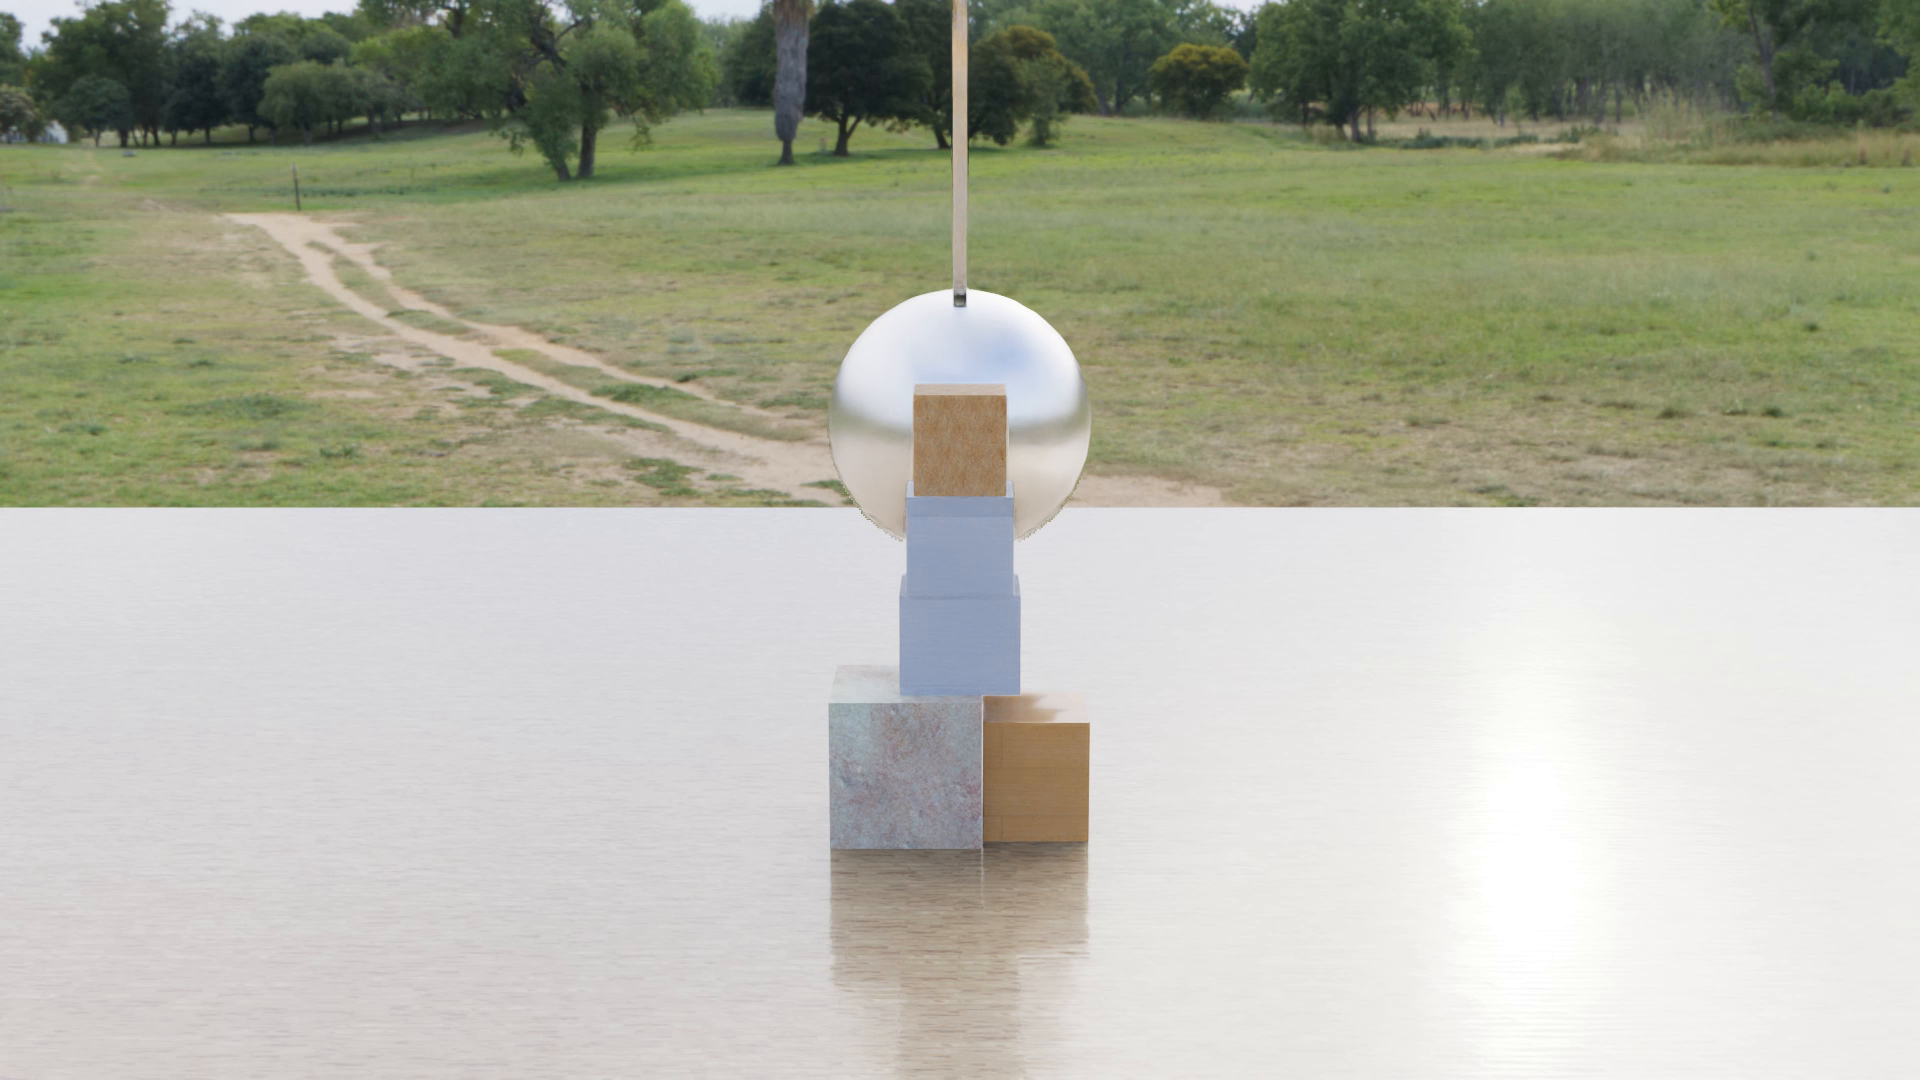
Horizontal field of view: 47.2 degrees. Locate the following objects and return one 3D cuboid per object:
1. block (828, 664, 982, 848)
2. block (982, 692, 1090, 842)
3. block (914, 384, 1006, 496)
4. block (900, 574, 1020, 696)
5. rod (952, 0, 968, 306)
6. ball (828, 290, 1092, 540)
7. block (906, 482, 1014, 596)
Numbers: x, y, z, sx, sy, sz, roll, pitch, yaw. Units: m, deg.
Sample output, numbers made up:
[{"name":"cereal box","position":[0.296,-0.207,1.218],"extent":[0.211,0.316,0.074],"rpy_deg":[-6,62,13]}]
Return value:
[{"name":"block","position":[-0.272,1.107,11.366],"extent":[0.762,0.755,0.806],"rpy_deg":[0,10,0]},{"name":"block","position":[0.386,1.166,11.412],"extent":[0.534,0.622,0.634],"rpy_deg":[0,10,0]},{"name":"block","position":[0.000,-0.509,11.106],"extent":[0.459,0.503,0.494],"rpy_deg":[0,10,0]},{"name":"block","position":[0.000,0.480,11.283],"extent":[0.607,0.510,0.550],"rpy_deg":[0,10,0]},{"name":"rod","position":[0.000,-3.580,11.540],"extent":[0.080,5.200,0.080],"rpy_deg":[0,33,0]},{"name":"ball","position":[0.000,-0.721,13.382],"extent":[1.600,1.600,1.600],"rpy_deg":[0,10,0]},{"name":"block","position":[0.000,-0.012,11.170],"extent":[0.532,0.498,0.533],"rpy_deg":[0,10,0]}]
